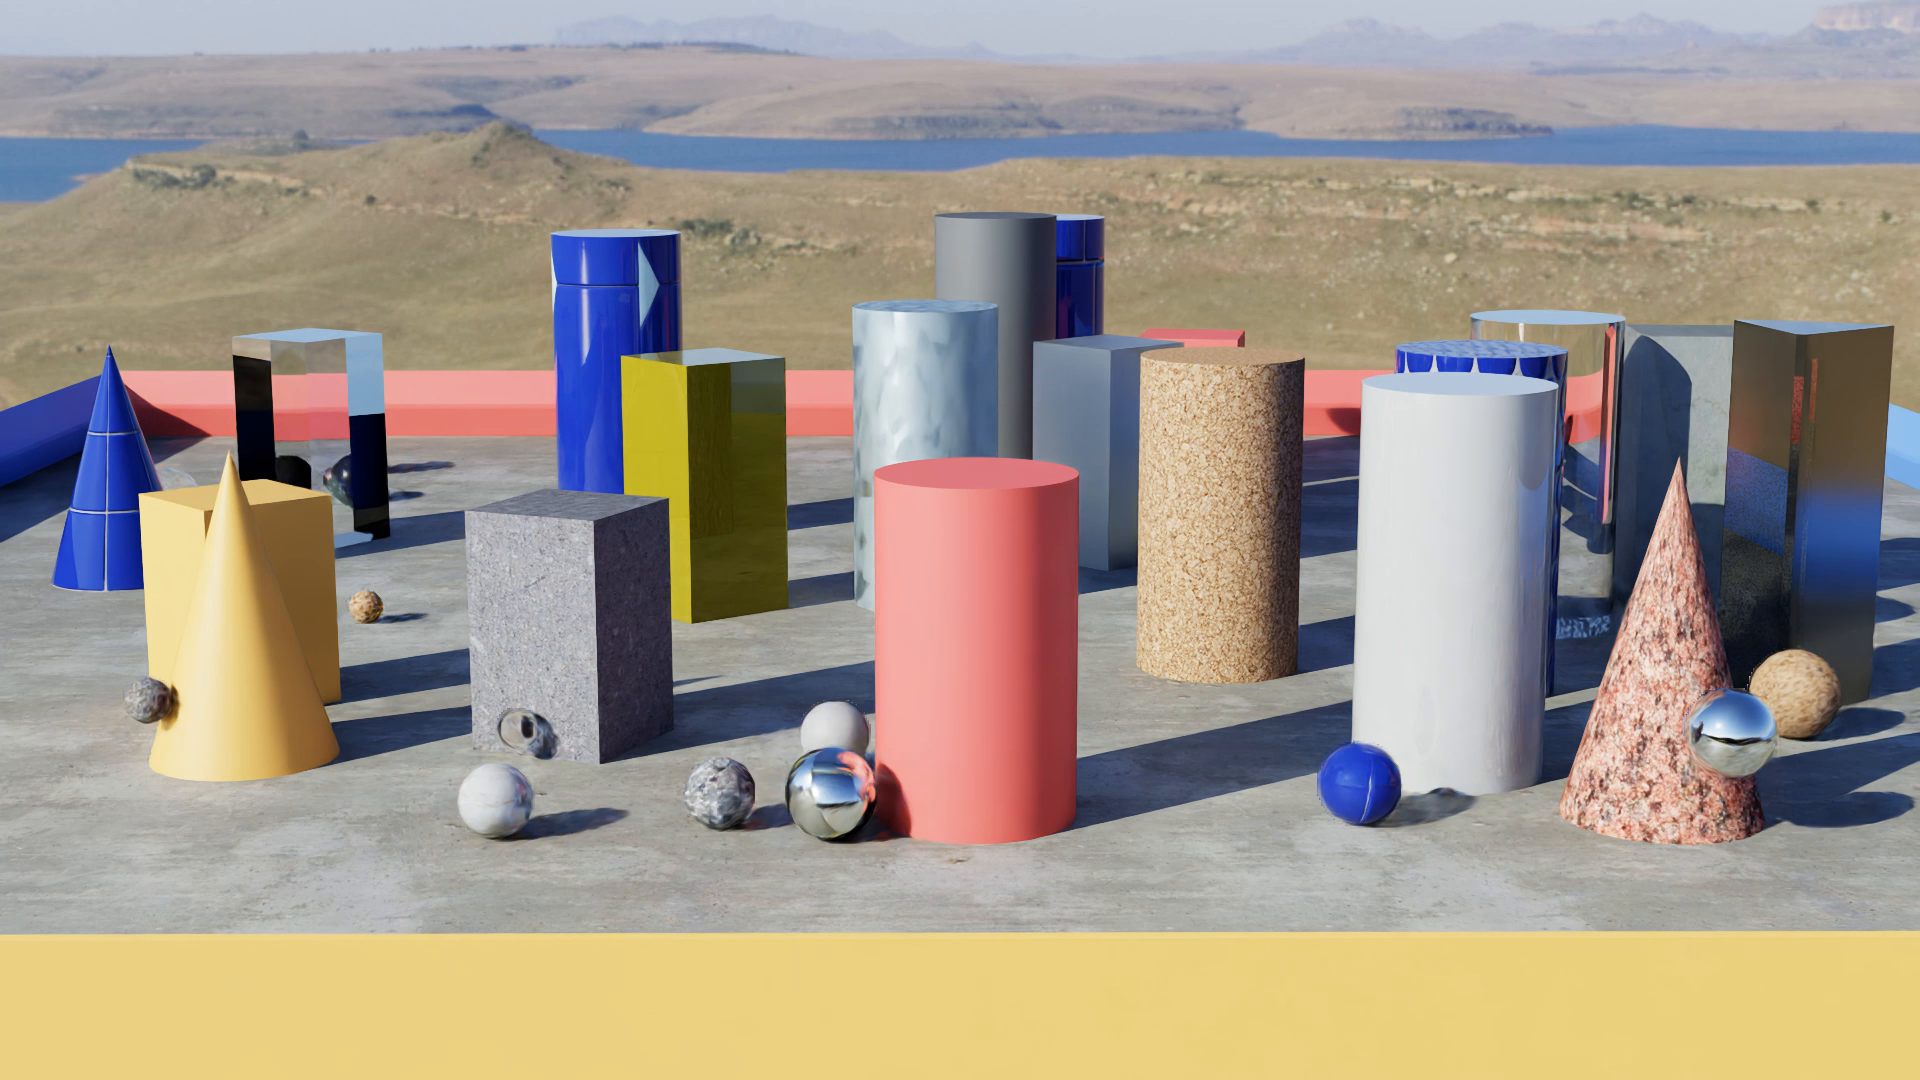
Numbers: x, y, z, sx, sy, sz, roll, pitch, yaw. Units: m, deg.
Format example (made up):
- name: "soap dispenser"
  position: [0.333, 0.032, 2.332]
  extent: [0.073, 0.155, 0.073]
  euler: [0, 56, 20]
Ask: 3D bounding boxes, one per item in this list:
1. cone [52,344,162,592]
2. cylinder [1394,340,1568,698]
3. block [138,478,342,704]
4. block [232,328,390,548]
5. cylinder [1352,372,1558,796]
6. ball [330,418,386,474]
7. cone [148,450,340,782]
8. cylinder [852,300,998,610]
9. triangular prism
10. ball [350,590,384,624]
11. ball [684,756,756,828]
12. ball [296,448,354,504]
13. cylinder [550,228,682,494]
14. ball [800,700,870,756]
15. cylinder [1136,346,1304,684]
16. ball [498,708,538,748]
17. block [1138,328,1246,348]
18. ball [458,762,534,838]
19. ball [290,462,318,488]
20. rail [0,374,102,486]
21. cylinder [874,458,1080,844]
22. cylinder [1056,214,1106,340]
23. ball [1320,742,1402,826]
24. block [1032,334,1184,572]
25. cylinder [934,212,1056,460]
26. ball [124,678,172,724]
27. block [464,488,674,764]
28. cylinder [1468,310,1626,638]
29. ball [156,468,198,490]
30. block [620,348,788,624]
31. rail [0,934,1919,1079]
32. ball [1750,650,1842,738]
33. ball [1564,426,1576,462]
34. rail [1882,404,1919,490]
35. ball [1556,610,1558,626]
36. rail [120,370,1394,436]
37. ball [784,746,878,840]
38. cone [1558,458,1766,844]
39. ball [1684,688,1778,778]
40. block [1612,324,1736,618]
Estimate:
- name: "cone"
  position: [-1.203, -0.111, 3.658]
  extent: [0.197, 0.338, 0.197]
  euler: [0, 10, 0]
- name: "cylinder"
  position: [0.605, -0.025, 3.015]
  extent: [0.197, 0.402, 0.197]
  euler: [0, 10, 0]
- name: "block"
  position: [-0.830, 0.067, 2.960]
  extent: [0.158, 0.242, 0.158]
  euler: [-10, 14, -42]
- name: "block"
  position: [-1.000, -0.158, 3.960]
  extent: [0.158, 0.319, 0.158]
  euler: [7, 12, 32]
- name: "cylinder"
  position: [0.509, 0.040, 2.652]
  extent: [0.197, 0.406, 0.197]
  euler: [0, 10, 0]
- name: "ball"
  position: [-1.087, -0.169, 4.628]
  extent: [0.099, 0.099, 0.099]
  euler: [0, 10, 0]
- name: "cone"
  position: [-0.763, 0.068, 2.709]
  extent: [0.197, 0.331, 0.197]
  euler: [0, 10, 0]
- name: "cylinder"
  position: [-0.047, -0.116, 3.498]
  extent: [0.197, 0.406, 0.197]
  euler: [0, 10, 0]
- name: "triangular prism"
  position: [0.945, -0.031, 2.956]
  extent: [0.171, 0.435, 0.148]
  euler: [-8, 13, -36]
- name: "ball"
  position: [-0.784, 0.088, 3.389]
  extent: [0.044, 0.044, 0.044]
  euler: [0, 10, 0]
- name: "ball"
  position: [-0.232, 0.244, 2.476]
  extent: [0.069, 0.069, 0.069]
  euler: [0, 10, 0]
- name: "ball"
  position: [-1.065, -0.106, 4.304]
  extent: [0.093, 0.093, 0.093]
  euler: [0, 10, 0]
- name: "cylinder"
  position: [-0.524, -0.235, 3.954]
  extent: [0.197, 0.474, 0.197]
  euler: [0, 10, 0]
- name: "ball"
  position: [-0.131, 0.204, 2.682]
  extent: [0.073, 0.073, 0.073]
  euler: [0, 10, 0]
- name: "cylinder"
  position: [0.316, -0.034, 3.122]
  extent: [0.197, 0.382, 0.197]
  euler: [0, 10, 0]
- name: "ball"
  position: [-0.468, 0.200, 2.714]
  extent: [0.043, 0.043, 0.043]
  euler: [0, 10, 0]
- name: "block"
  position: [0.374, -0.184, 4.156]
  extent: [0.158, 0.300, 0.158]
  euler: [2, 11, 10]
- name: "ball"
  position: [-0.443, 0.248, 2.447]
  extent: [0.072, 0.072, 0.072]
  euler: [0, 10, 0]
- name: "ball"
  position: [-1.141, -0.112, 4.461]
  extent: [0.047, 0.047, 0.047]
  euler: [0, 10, 0]
- name: "rail"
  position: [-1.649, 0.035, 3.439]
  extent: [0.045, 0.128, 3.356]
  euler: [0, 10, 0]
- name: "cylinder"
  position: [0.016, 0.103, 2.495]
  extent: [0.197, 0.340, 0.197]
  euler: [0, 10, 0]
- name: "cylinder"
  position: [0.152, -0.328, 4.475]
  extent: [0.197, 0.467, 0.197]
  euler: [0, 10, 0]
- name: "ball"
  position: [0.389, 0.236, 2.489]
  extent: [0.080, 0.080, 0.080]
  euler: [0, 10, 0]
- name: "block"
  position: [0.220, -0.134, 3.817]
  extent: [0.158, 0.324, 0.158]
  euler: [-10, 14, -42]
- name: "cylinder"
  position: [0.058, -0.285, 4.190]
  extent: [0.197, 0.486, 0.197]
  euler: [0, 10, 0]
- name: "ball"
  position: [-0.844, 0.167, 2.667]
  extent: [0.047, 0.047, 0.047]
  euler: [0, 10, 0]
- name: "block"
  position: [-0.421, 0.090, 2.784]
  extent: [0.158, 0.261, 0.158]
  euler: [4, 11, 23]
- name: "cylinder"
  position: [0.760, -0.090, 3.359]
  extent: [0.197, 0.405, 0.197]
  euler: [0, 10, 0]
- name: "ball"
  position: [-1.254, -0.065, 4.068]
  extent: [0.098, 0.098, 0.098]
  euler: [0, 10, 0]
- name: "block"
  position: [-0.344, -0.077, 3.464]
  extent: [0.158, 0.342, 0.158]
  euler: [-9, 14, -39]
- name: "rail"
  position: [0.010, 0.334, 1.822]
  extent: [3.346, 0.128, 0.045]
  euler: [0, 10, 0]
- name: "ball"
  position: [0.915, 0.168, 2.810]
  extent: [0.097, 0.097, 0.097]
  euler: [0, 10, 0]
- name: "ball"
  position: [1.100, -0.176, 4.732]
  extent: [0.074, 0.074, 0.074]
  euler: [0, 10, 0]
- name: "rail"
  position: [1.649, 0.031, 3.458]
  extent: [0.045, 0.128, 3.356]
  euler: [0, 10, 0]
- name: "ball"
  position: [0.704, 0.095, 3.220]
  extent: [0.091, 0.091, 0.091]
  euler: [0, 10, 0]
- name: "rail"
  position: [-0.010, -0.268, 5.075]
  extent: [3.346, 0.128, 0.045]
  euler: [0, 10, 0]
- name: "ball"
  position: [-0.123, 0.241, 2.441]
  extent: [0.089, 0.089, 0.089]
  euler: [0, 10, 0]
- name: "cone"
  position: [0.690, 0.095, 2.492]
  extent: [0.197, 0.356, 0.197]
  euler: [0, 10, 0]
- name: "ball"
  position: [0.721, 0.181, 2.399]
  extent: [0.084, 0.084, 0.084]
  euler: [0, 10, 0]
- name: "block"
  position: [0.984, -0.096, 3.469]
  extent: [0.158, 0.376, 0.158]
  euler: [1, 11, 5]
